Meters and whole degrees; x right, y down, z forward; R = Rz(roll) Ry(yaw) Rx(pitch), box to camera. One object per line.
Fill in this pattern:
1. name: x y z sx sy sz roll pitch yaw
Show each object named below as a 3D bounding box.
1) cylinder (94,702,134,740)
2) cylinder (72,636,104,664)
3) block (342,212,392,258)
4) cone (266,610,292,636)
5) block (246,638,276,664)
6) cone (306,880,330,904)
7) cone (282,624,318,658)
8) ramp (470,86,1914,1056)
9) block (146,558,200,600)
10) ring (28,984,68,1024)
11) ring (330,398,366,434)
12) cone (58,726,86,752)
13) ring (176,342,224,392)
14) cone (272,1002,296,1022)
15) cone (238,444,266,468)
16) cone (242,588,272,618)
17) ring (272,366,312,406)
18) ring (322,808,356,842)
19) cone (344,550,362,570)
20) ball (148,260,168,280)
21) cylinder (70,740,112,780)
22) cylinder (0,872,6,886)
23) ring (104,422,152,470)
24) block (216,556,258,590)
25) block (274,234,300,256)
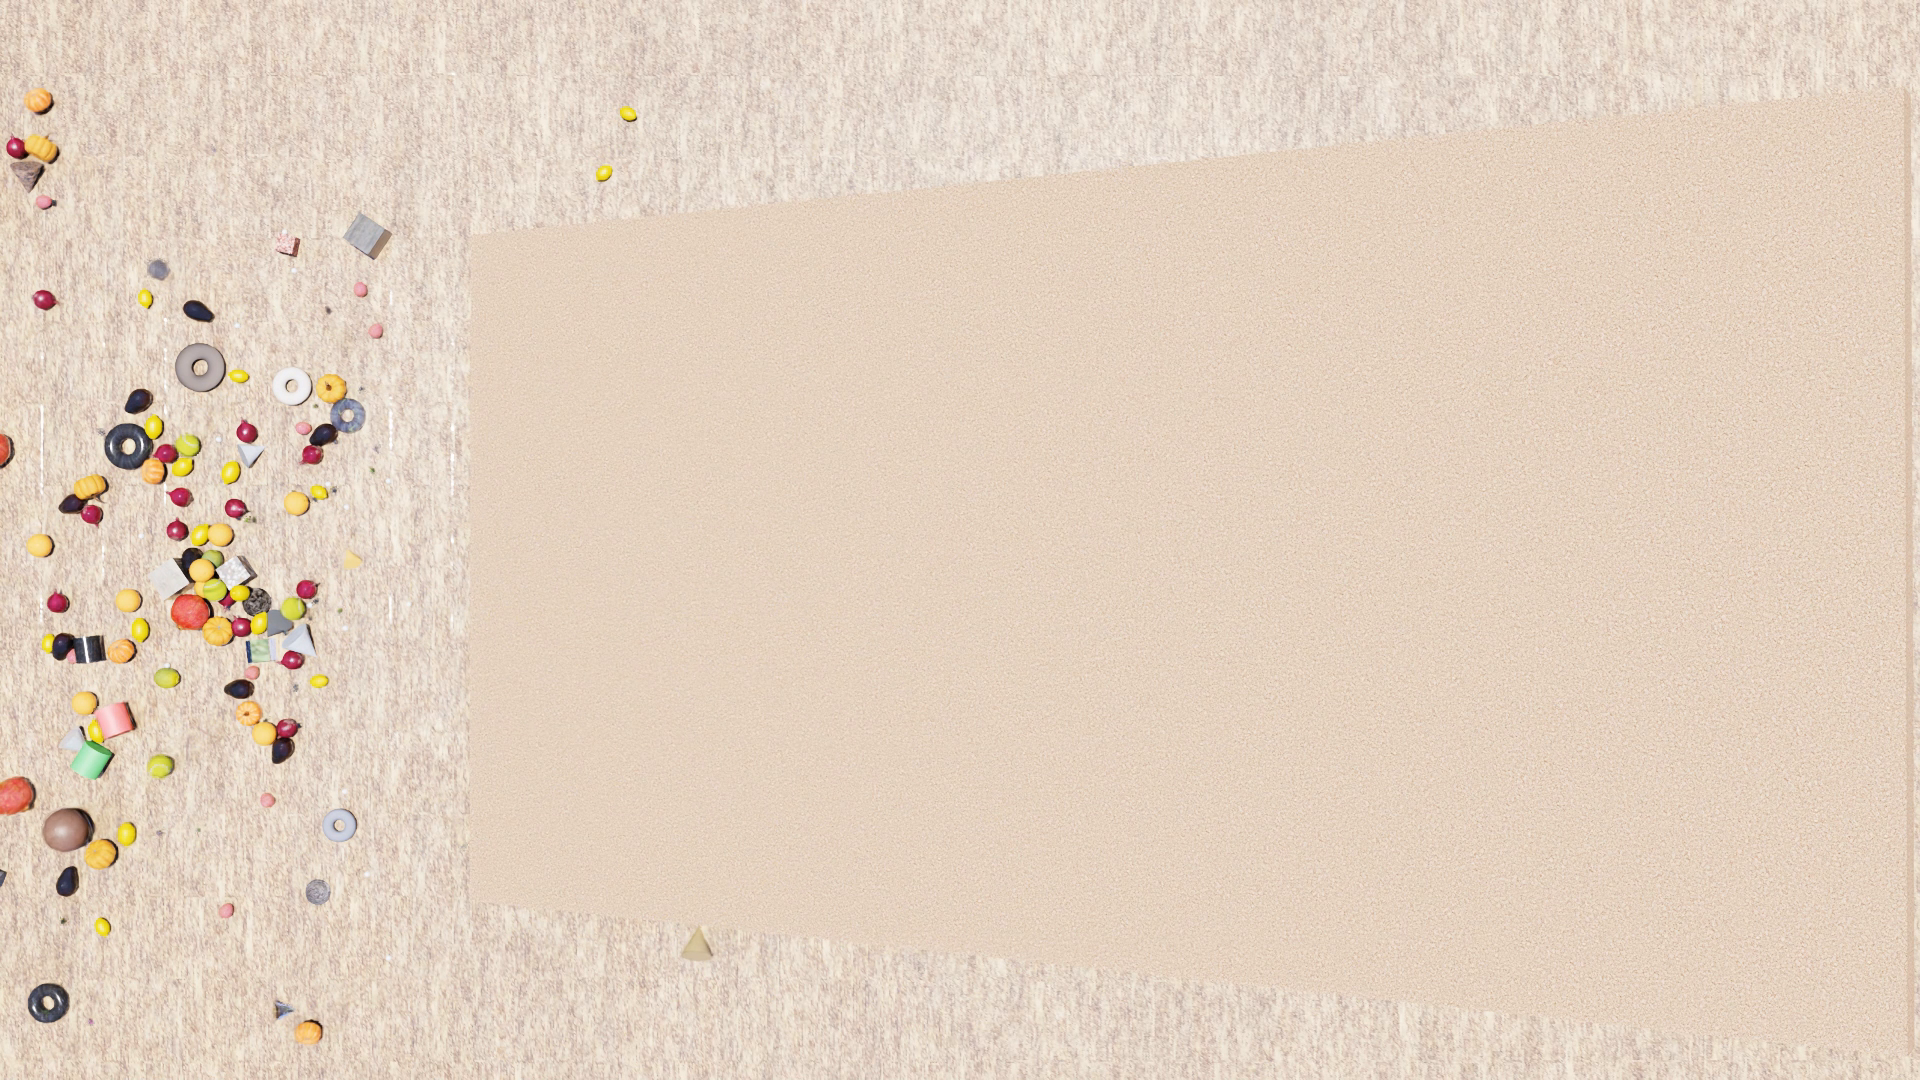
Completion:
1. cylinder: -2.554 0.545 6.643 0.089 0.089 0.089 -21 90 0
2. cylinder: -2.637 0.331 6.650 0.077 0.077 0.077 -8 89 0
3. block: -1.792 -0.921 6.654 0.093 0.093 0.093 34 90 0
4. cone: -2.083 0.269 6.671 0.083 0.083 0.083 42 116 0
5. block: -2.115 0.334 6.655 0.068 0.068 0.068 -6 89 0
6. cone: -1.950 1.070 6.643 0.079 0.079 0.079 0 89 0
7. cone: -1.984 0.324 6.667 0.100 0.100 0.100 -41 116 0
8. ramp: 0.265 0.073 5.612 4.000 0.100 2.000 0 89 31
9. block: -2.376 0.117 6.645 0.092 0.092 0.092 -34 90 0
10. ring: -2.762 1.403 6.659 0.122 0.041 0.122 0 89 1
11. ring: -1.860 -0.378 6.678 0.108 0.036 0.108 0 89 -1
12. cone: -2.668 0.623 6.667 0.085 0.085 0.085 -43 116 0
13. ring: -2.307 -0.524 6.673 0.149 0.050 0.149 0 90 -1
14. cone: -2.044 1.426 6.664 0.065 0.065 0.065 -3 89 -27
15. cone: -2.141 -0.270 6.677 0.078 0.078 0.078 -26 89 -27
16. cone: -2.139 0.190 6.645 0.090 0.090 0.090 0 89 0
17. ring: -2.029 -0.468 6.677 0.118 0.039 0.118 0 88 0
18. ring: -1.882 0.866 6.667 0.103 0.034 0.103 0 90 -1
19. cone: -1.854 0.050 6.679 0.056 0.056 0.056 -28 63 0
20. ball: -2.433 -0.820 6.672 0.056 0.056 0.056 0 89 0
21. cylinder: -2.624 0.665 6.643 0.086 0.086 0.086 32 90 0
22. cylinder: -2.928 1.022 6.656 0.053 0.053 0.053 22 90 0
23. ring: -2.524 -0.284 6.671 0.143 0.048 0.143 0 91 0
24. block: -2.188 0.100 6.653 0.076 0.076 0.076 -34 90 0
25. block: -2.040 -0.896 6.673 0.054 0.054 0.054 12 89 0
